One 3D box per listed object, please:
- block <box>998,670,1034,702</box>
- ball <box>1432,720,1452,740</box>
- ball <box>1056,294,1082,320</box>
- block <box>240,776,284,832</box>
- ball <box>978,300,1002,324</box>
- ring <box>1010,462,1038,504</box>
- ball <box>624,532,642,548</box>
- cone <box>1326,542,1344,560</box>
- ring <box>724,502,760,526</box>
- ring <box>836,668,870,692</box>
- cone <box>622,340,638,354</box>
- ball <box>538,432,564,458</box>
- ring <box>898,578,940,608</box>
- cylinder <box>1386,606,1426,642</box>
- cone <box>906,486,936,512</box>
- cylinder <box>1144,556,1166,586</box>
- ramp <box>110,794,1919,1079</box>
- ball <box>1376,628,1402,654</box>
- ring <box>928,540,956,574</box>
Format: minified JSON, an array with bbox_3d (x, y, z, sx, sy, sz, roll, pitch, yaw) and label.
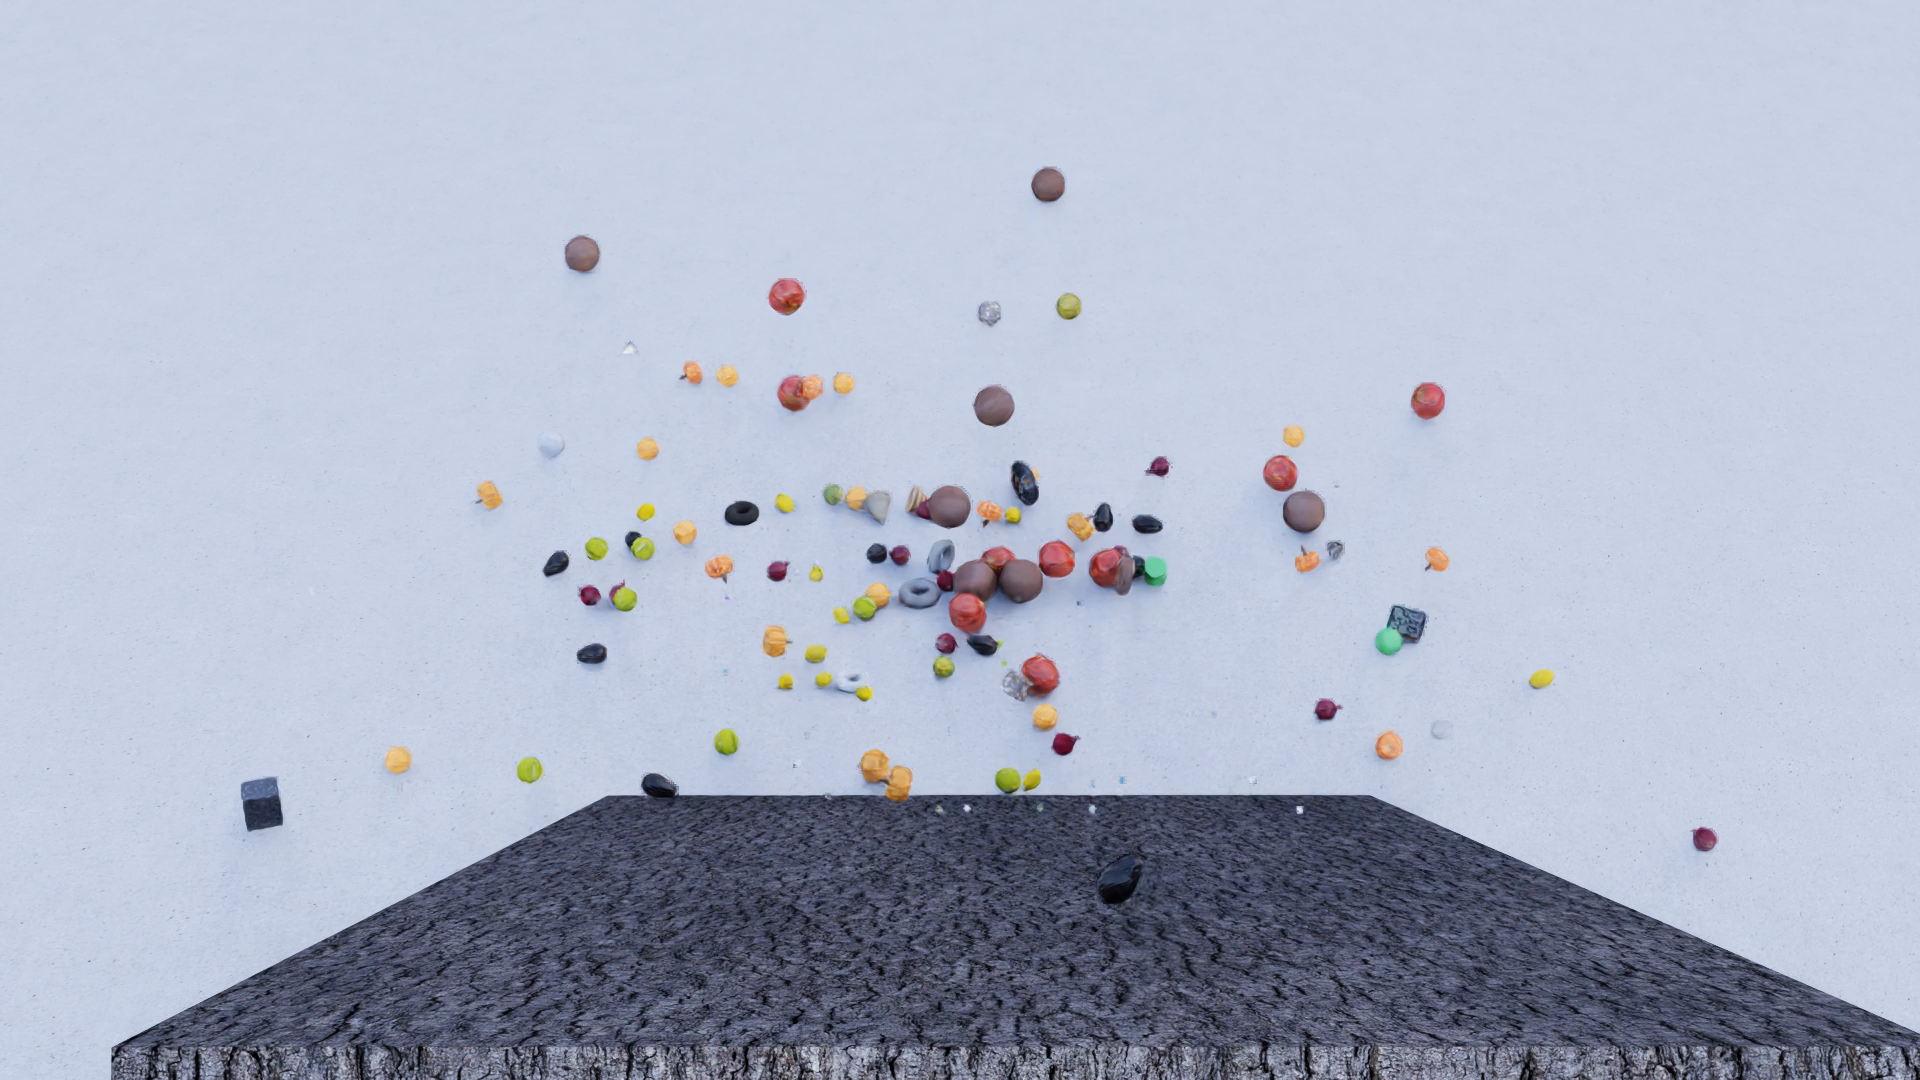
[{"bbox_3d":[0.157,0.403,7.172,0.058,0.058,0.058,38,9,34],"label":"block"},{"bbox_3d":[1.322,0.523,7.128,0.055,0.055,0.055,0,35,0],"label":"ball"},{"bbox_3d":[0.377,-0.812,9.023,0.091,0.091,0.091,0,35,0],"label":"ball"},{"bbox_3d":[-1.822,0.689,6.779,0.093,0.093,0.093,-9,28,-15],"label":"block"},{"bbox_3d":[0.103,-0.787,8.995,0.083,0.083,0.083,0,35,0],"label":"ball"},{"bbox_3d":[0.199,-0.176,8.052,0.048,0.143,0.143,-21,39,-15],"label":"ring"},{"bbox_3d":[-0.992,-0.001,7.887,0.052,0.052,0.052,0,35,0],"label":"ball"},{"bbox_3d":[1.129,0.043,7.824,0.054,0.054,0.054,4,48,6],"label":"cone"},{"bbox_3d":[-0.673,-0.082,8.018,0.109,0.036,0.109,-1,34,1],"label":"ring"},{"bbox_3d":[-0.303,0.396,7.331,0.098,0.033,0.098,1,34,-1],"label":"ring"},{"bbox_3d":[-1.129,-0.644,8.825,0.050,0.050,0.050,-35,44,-14],"label":"cone"},{"bbox_3d":[-1.305,-0.306,8.301,0.082,0.082,0.082,0,35,0],"label":"ball"},{"bbox_3d":[-0.120,0.158,7.667,0.126,0.042,0.126,-1,34,1],"label":"ring"},{"bbox_3d":[1.288,0.242,7.493,0.091,0.091,0.091,11,36,27],"label":"cylinder"},{"bbox_3d":[-0.109,-0.112,8.058,0.090,0.090,0.090,21,31,-17],"label":"cone"},{"bbox_3d":[0.580,0.094,7.705,0.066,0.066,0.066,-1,65,3],"label":"cylinder"},{"bbox_3d":[0.077,0.661,4.822,2.000,0.100,4.000,0,-2,0],"label":"ramp"},{"bbox_3d":[1.229,0.290,7.440,0.077,0.077,0.077,0,35,0],"label":"ball"},{"bbox_3d":[-0.055,0.049,7.757,0.036,0.109,0.109,22,40,34],"label":"ring"}]
